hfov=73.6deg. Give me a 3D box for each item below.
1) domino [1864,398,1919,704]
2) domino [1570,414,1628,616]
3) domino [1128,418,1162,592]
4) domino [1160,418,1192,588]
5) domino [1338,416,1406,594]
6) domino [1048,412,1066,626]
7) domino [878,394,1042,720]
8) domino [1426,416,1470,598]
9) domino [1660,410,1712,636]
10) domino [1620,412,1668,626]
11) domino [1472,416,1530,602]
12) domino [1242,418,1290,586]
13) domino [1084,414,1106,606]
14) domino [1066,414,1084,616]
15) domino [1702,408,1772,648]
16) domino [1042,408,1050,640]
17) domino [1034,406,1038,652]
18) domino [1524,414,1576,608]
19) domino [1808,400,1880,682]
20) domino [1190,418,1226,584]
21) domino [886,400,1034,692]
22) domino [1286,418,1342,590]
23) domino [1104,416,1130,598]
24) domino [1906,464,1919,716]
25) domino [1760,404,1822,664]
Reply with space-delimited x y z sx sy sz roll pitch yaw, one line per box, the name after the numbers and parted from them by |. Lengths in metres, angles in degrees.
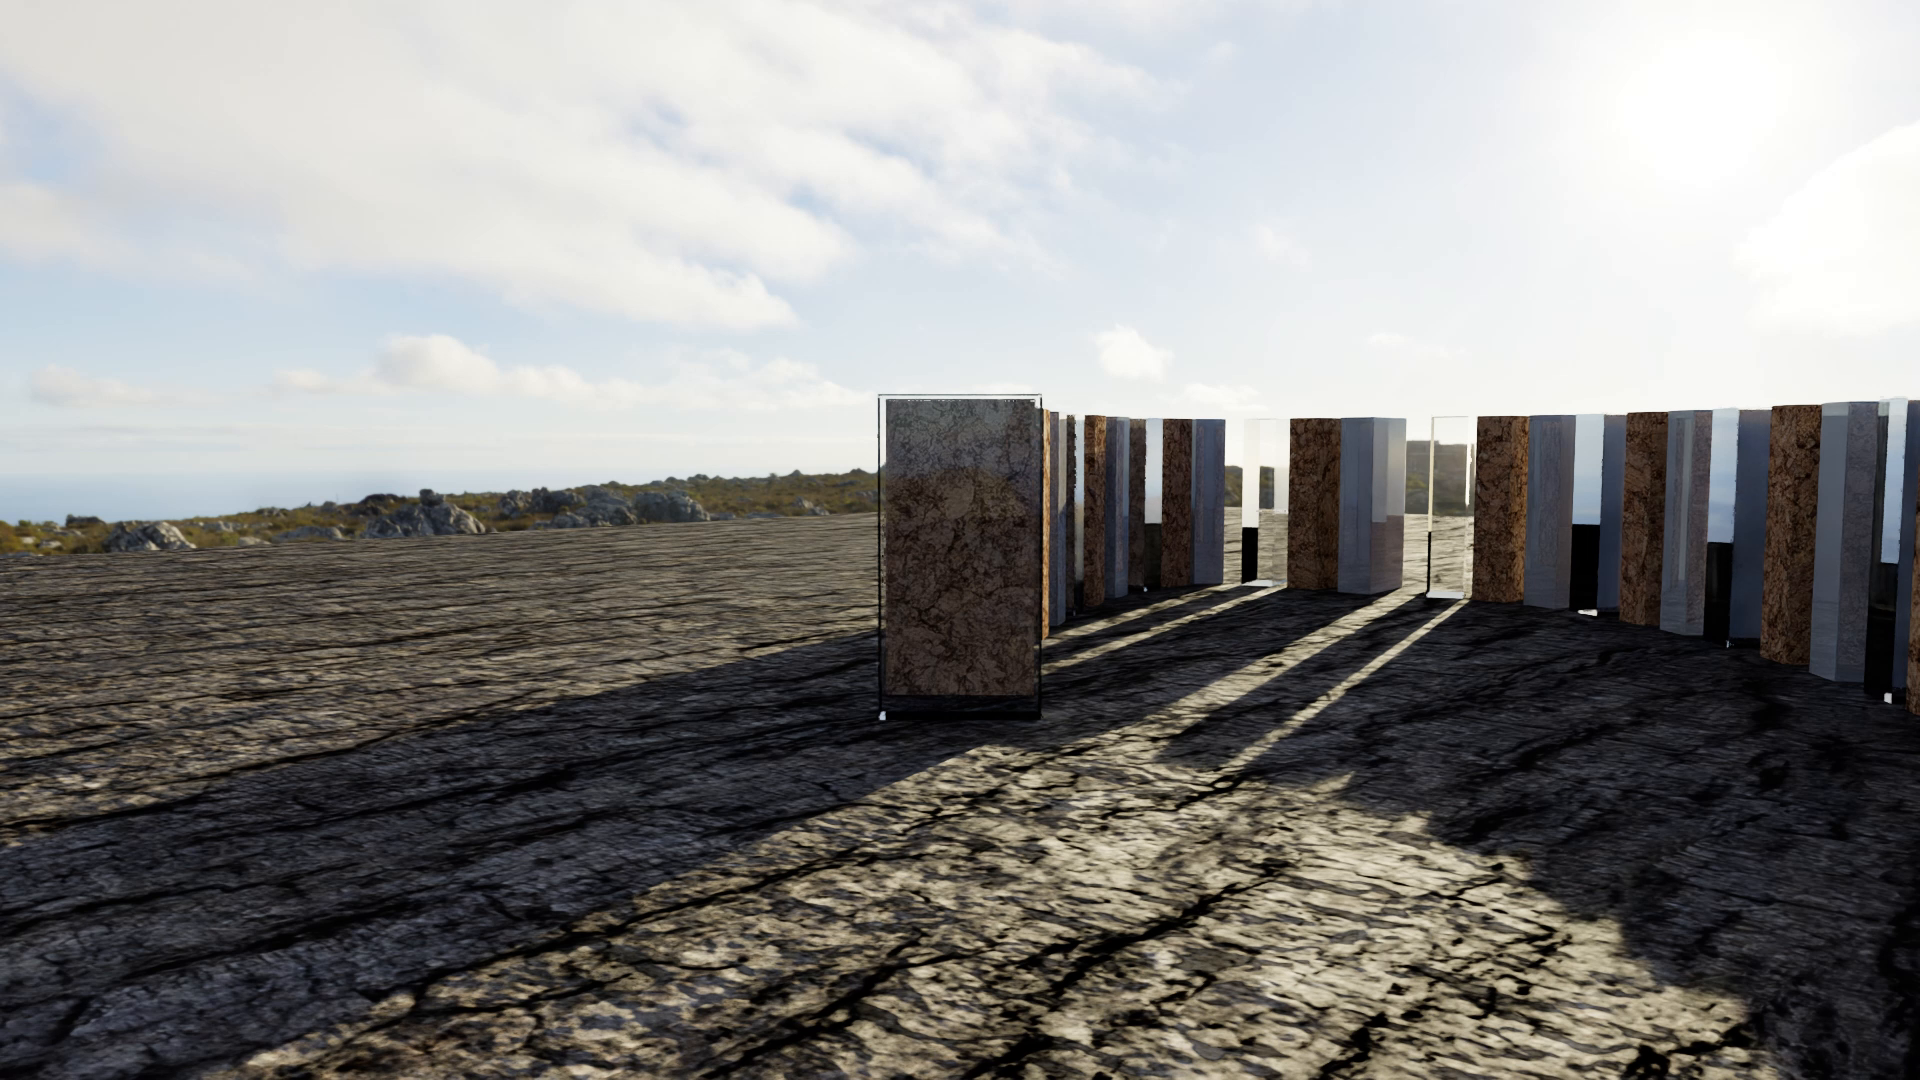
0.166 0.002 0.211 0.025 0.050 0.009 1 4 12 | domino
0.169 -0.007 0.324 0.025 0.050 0.009 -1 4 -15 | domino
0.046 -0.011 0.380 0.025 0.050 0.009 3 6 39 | domino
0.058 -0.012 0.392 0.010 0.050 0.025 -4 6 -41 | domino
0.120 -0.010 0.373 0.010 0.050 0.025 4 6 39 | domino
0.012 -0.005 0.306 0.025 0.050 0.009 1 4 15 | domino
0.000 0.002 0.201 0.025 0.050 0.010 0 4 0 | domino
0.139 -0.010 0.365 0.010 0.050 0.025 2 5 23 | domino
0.173 -0.004 0.288 0.025 0.050 0.009 0 4 -3 | domino
0.172 -0.005 0.304 0.025 0.050 0.010 0 4 -7 | domino
0.152 -0.009 0.353 0.025 0.050 0.009 -4 6 -41 | domino
0.095 -0.012 0.394 0.009 0.050 0.025 2 5 30 | domino
0.025 -0.008 0.344 0.025 0.050 0.009 2 5 23 | domino
0.018 -0.007 0.325 0.025 0.050 0.009 1 5 19 | domino
0.174 -0.003 0.271 0.025 0.050 0.009 0 4 1 | domino
0.007 -0.004 0.283 0.025 0.050 0.010 1 4 12 | domino
0.003 -0.002 0.264 0.025 0.050 0.009 1 4 9 | domino
0.162 -0.008 0.339 0.025 0.050 0.009 -2 5 -29 | domino
0.170 0.000 0.231 0.025 0.050 0.010 1 4 9 | domino
0.073 -0.013 0.401 0.010 0.050 0.025 -1 4 -13 | domino
0.000 0.001 0.224 0.025 0.050 0.010 0 4 1 | domino
0.109 -0.011 0.384 0.025 0.050 0.009 -4 6 -42 | domino
0.034 -0.010 0.362 0.025 0.050 0.009 2 5 29 | domino
0.162 0.003 0.196 0.025 0.050 0.009 1 4 16 | domino
0.172 -0.001 0.249 0.025 0.050 0.009 0 4 6 | domino
